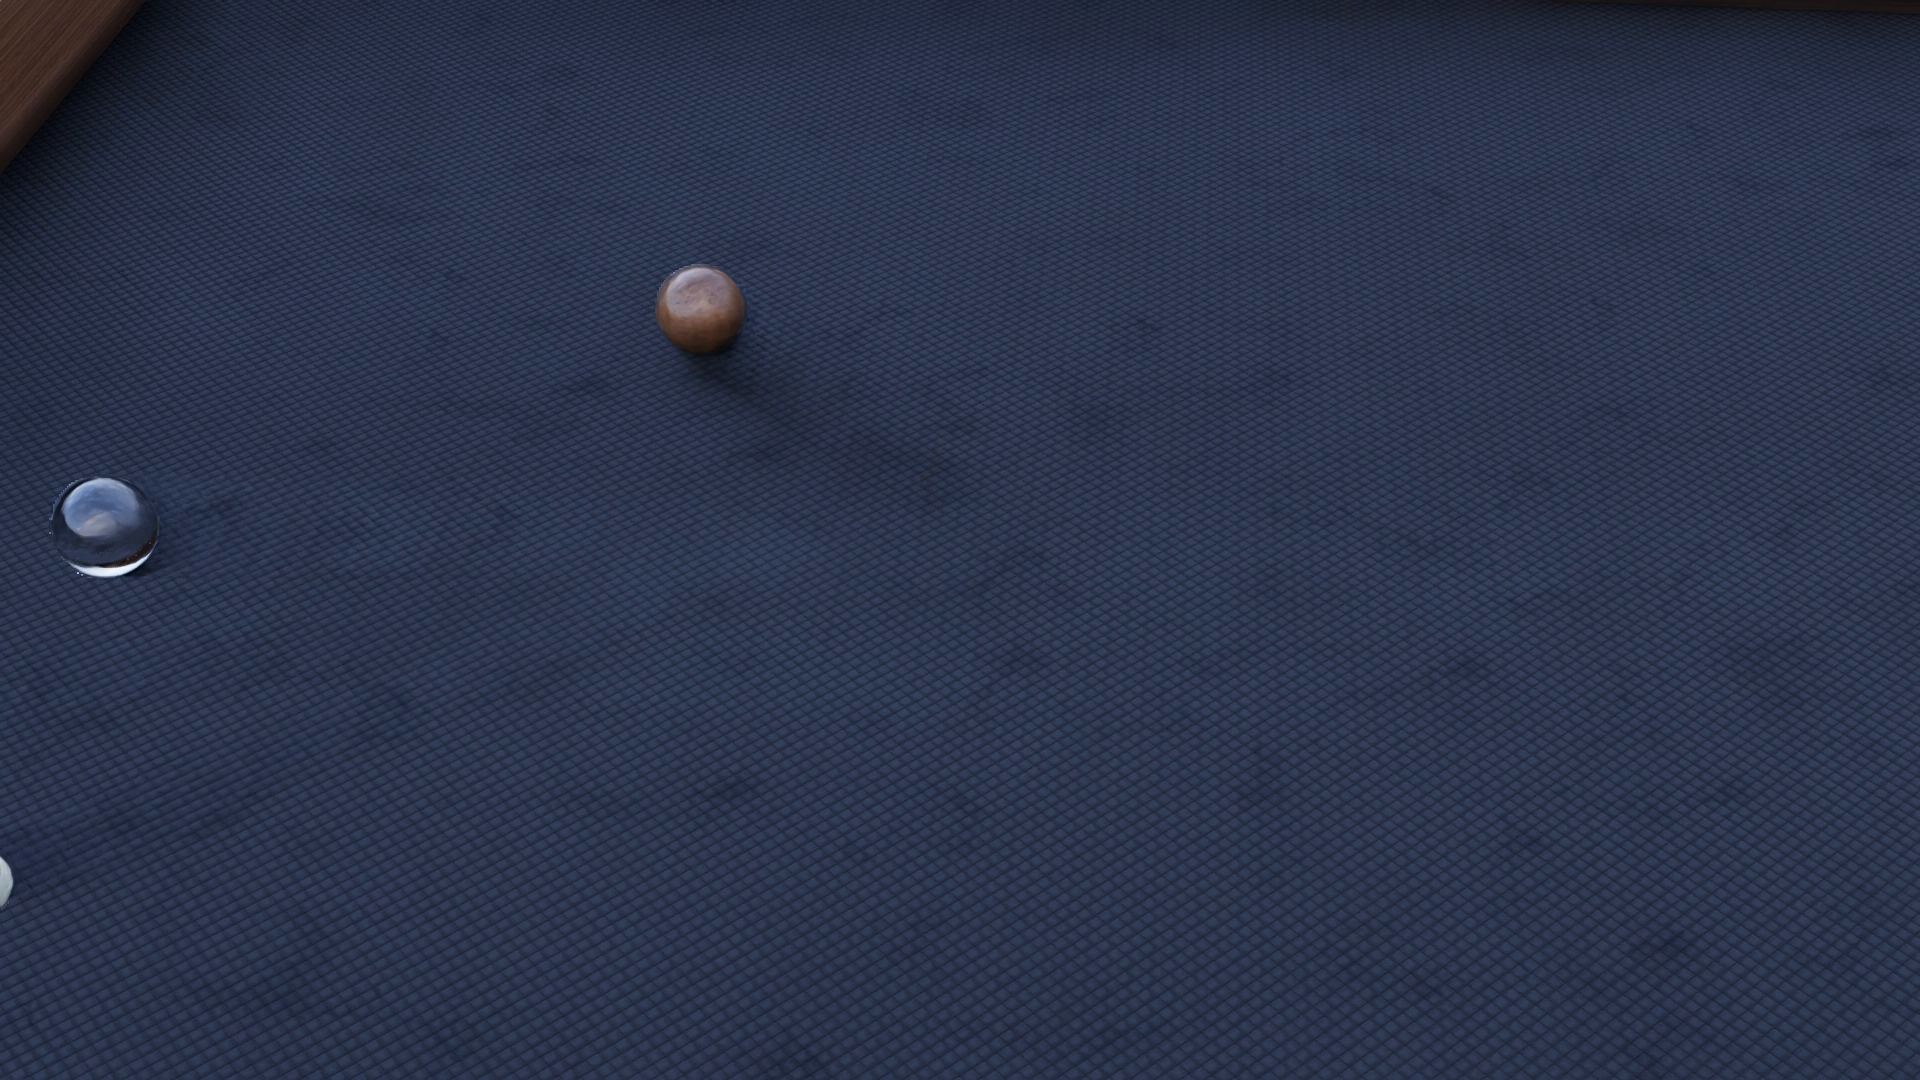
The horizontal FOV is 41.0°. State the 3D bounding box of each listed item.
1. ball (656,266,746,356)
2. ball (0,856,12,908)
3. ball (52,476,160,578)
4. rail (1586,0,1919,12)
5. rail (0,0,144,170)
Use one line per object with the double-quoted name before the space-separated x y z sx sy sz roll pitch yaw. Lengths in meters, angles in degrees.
"ball" -0.202 -0.179 2.002 0.069 0.069 0.069 0 36 0
"ball" -0.574 0.200 1.497 0.041 0.041 0.041 0 36 0
"ball" -0.587 -0.009 1.764 0.070 0.070 0.070 0 36 0
"rail" 0.979 -0.559 2.480 3.587 0.128 0.045 3 36 4
"rail" -0.870 -0.074 1.803 0.045 0.128 2.026 3 36 4
